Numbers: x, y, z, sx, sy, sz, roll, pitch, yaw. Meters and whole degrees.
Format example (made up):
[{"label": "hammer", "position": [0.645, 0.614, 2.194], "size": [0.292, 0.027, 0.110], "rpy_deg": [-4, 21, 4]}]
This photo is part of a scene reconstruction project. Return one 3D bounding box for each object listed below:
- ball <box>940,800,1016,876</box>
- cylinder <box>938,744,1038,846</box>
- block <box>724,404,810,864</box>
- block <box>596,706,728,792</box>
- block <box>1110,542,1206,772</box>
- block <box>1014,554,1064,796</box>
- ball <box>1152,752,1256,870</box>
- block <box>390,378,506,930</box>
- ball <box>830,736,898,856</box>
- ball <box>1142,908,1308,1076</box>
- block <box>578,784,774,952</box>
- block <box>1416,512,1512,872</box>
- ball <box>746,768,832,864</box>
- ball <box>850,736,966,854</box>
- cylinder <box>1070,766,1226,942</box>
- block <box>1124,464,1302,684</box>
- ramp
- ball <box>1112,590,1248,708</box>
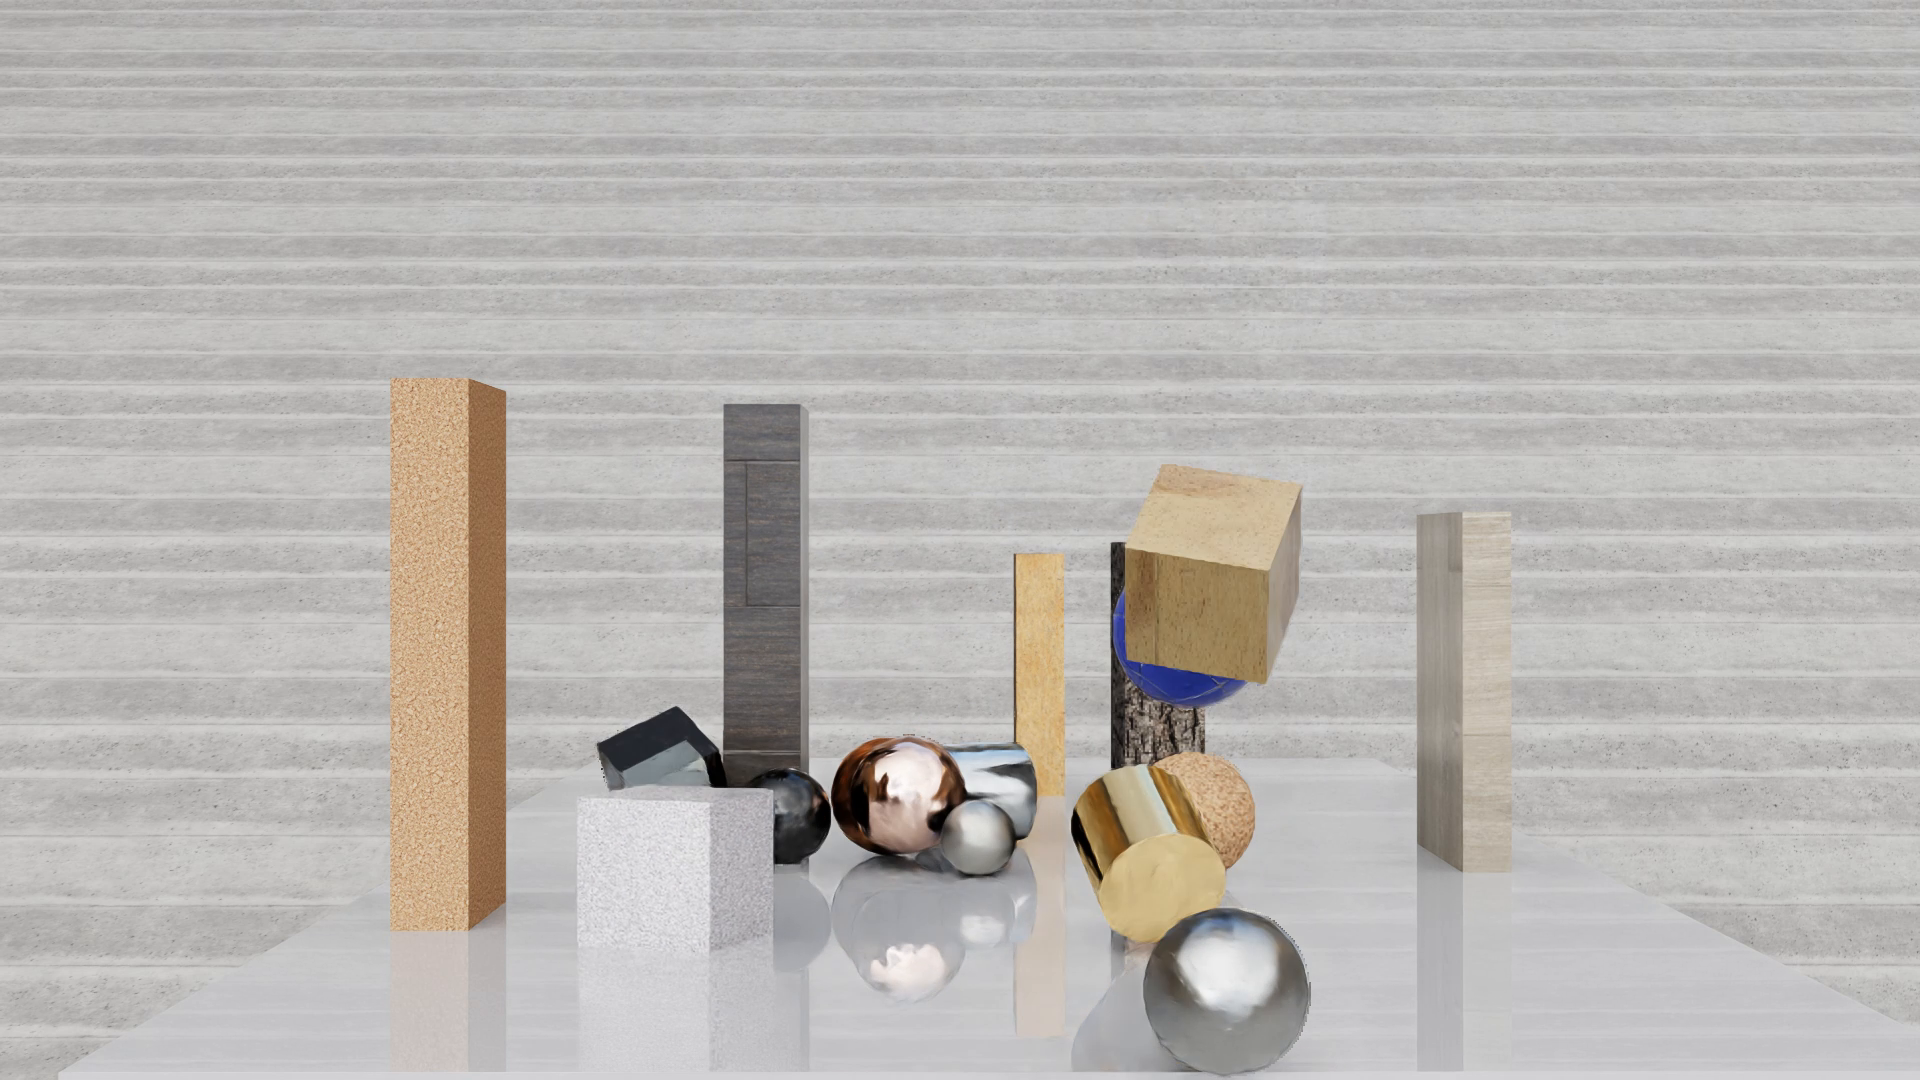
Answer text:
[{"label": "ball", "position": [0.030, 0.492, 4.281], "size": [0.125, 0.125, 0.125], "rpy_deg": [0, 31, 0]}, {"label": "cylinder", "position": [0.023, 0.463, 4.715], "size": [0.178, 0.178, 0.178], "rpy_deg": [0, 28, -24]}, {"label": "block", "position": [-0.340, 0.161, 4.570], "size": [0.132, 0.789, 0.251], "rpy_deg": [0, 0, 0]}, {"label": "block", "position": [-0.496, 0.410, 4.374], "size": [0.156, 0.156, 0.156], "rpy_deg": [-25, 37, -21]}, {"label": "block", "position": [0.358, 0.280, 4.734], "size": [0.139, 0.552, 0.447], "rpy_deg": [0, 0, 0]}, {"label": "block", "position": [0.175, 0.295, 5.799], "size": [0.105, 0.529, 0.274], "rpy_deg": [0, 0, 0]}, {"label": "ball", "position": [0.378, 0.450, 4.226], "size": [0.208, 0.208, 0.208], "rpy_deg": [0, 31, 0]}, {"label": "block", "position": [-0.751, 0.162, 3.815], "size": [0.110, 0.782, 0.306], "rpy_deg": [0, 0, 0]}, {"label": "ball", "position": [-0.124, 0.452, 4.569], "size": [0.208, 0.208, 0.208], "rpy_deg": [0, 31, 0]}, {"label": "ball", "position": [0.273, 0.464, 2.664], "size": [0.170, 0.170, 0.170], "rpy_deg": [0, 31, 0]}, {"label": "block", "position": [-0.392, 0.452, 3.591], "size": [0.201, 0.201, 0.201], "rpy_deg": [0, 0, 21]}, {"label": "block", "position": [0.878, 0.254, 4.527], "size": [0.081, 0.602, 0.432], "rpy_deg": [0, 0, 0]}, {"label": "ball", "position": [-0.297, 0.465, 4.363], "size": [0.162, 0.162, 0.162], "rpy_deg": [0, 31, 0]}, {"label": "ball", "position": [-0.088, 0.431, 4.372], "size": [0.197, 0.197, 0.197], "rpy_deg": [0, 31, 0]}, {"label": "cylinder", "position": [0.253, 0.422, 3.494], "size": [0.173, 0.173, 0.173], "rpy_deg": [-5, 27, -9]}, {"label": "block", "position": [0.263, 0.034, 2.683], "size": [0.149, 0.149, 0.149], "rpy_deg": [9, 40, 17]}, {"label": "ramp", "position": [0.068, 0.606, 4.672], "size": [2.000, 0.100, 4.000], "rpy_deg": [0, 0, 0]}, {"label": "ball", "position": [0.262, 0.102, 2.949], "size": [0.178, 0.178, 0.178], "rpy_deg": [0, 31, 0]}]
